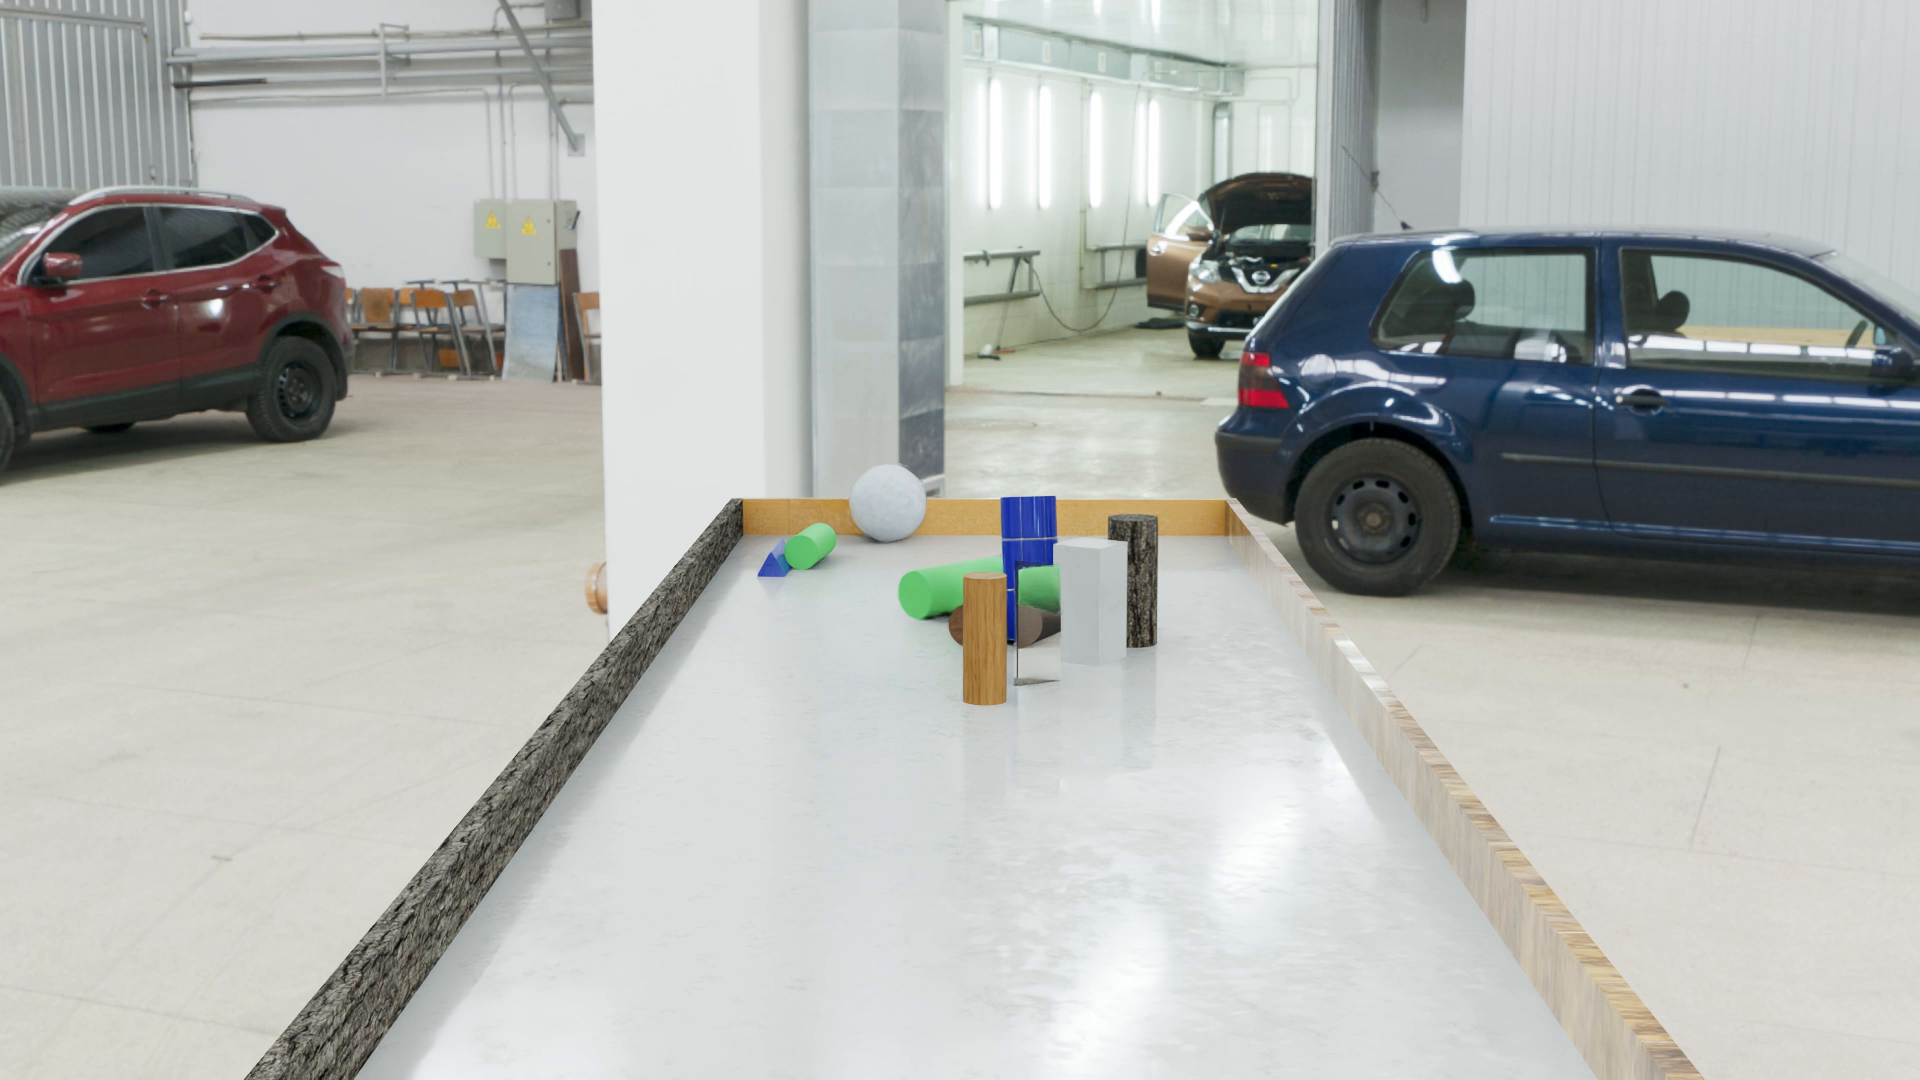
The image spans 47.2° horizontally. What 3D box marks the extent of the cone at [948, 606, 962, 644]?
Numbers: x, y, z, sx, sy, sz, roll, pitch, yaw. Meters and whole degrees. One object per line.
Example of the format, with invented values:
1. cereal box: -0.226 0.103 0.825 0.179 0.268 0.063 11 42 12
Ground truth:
1. cone: 0.066 0.273 7.073 0.138 0.138 0.365 2 -2 11

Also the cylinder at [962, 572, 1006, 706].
1. cylinder: 0.069 0.274 6.141 0.123 0.356 0.123 0 9 0

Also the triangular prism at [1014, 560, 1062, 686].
1. triangular prism: 0.196 0.238 6.416 0.153 0.341 0.133 -5 10 -27

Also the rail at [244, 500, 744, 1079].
1. rail: -1.004 0.839 3.234 0.050 0.150 12.000 0 9 1

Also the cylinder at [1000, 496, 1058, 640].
1. cylinder: 0.223 0.086 6.964 0.178 0.449 0.178 -2 1 0

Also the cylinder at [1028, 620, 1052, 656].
1. cylinder: 0.359 0.281 6.909 0.103 0.103 0.405 6 11 31

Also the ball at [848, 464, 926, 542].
1. ball: -0.296 -0.151 8.959 0.315 0.315 0.315 0 9 0

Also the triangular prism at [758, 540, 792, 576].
1. triangular prism: -0.693 0.064 8.303 0.104 0.090 0.329 0 9 2

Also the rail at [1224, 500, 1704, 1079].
1. rail: 1.046 0.843 3.208 0.050 0.150 12.000 0 9 1

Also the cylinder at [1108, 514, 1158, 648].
1. cylinder: 0.544 0.127 6.926 0.158 0.400 0.158 0 9 0

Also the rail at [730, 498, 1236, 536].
1. rail: 0.099 -0.098 9.147 2.100 0.150 0.050 0 9 1

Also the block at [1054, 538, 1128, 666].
1. block: 0.395 0.186 6.690 0.164 0.359 0.164 6 11 34

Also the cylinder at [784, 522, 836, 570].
1. cylinder: -0.573 0.022 8.450 0.132 0.132 0.325 1 9 9

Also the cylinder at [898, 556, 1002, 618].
1. cylinder: 0.000 0.161 7.486 0.160 0.160 0.428 9 13 44
